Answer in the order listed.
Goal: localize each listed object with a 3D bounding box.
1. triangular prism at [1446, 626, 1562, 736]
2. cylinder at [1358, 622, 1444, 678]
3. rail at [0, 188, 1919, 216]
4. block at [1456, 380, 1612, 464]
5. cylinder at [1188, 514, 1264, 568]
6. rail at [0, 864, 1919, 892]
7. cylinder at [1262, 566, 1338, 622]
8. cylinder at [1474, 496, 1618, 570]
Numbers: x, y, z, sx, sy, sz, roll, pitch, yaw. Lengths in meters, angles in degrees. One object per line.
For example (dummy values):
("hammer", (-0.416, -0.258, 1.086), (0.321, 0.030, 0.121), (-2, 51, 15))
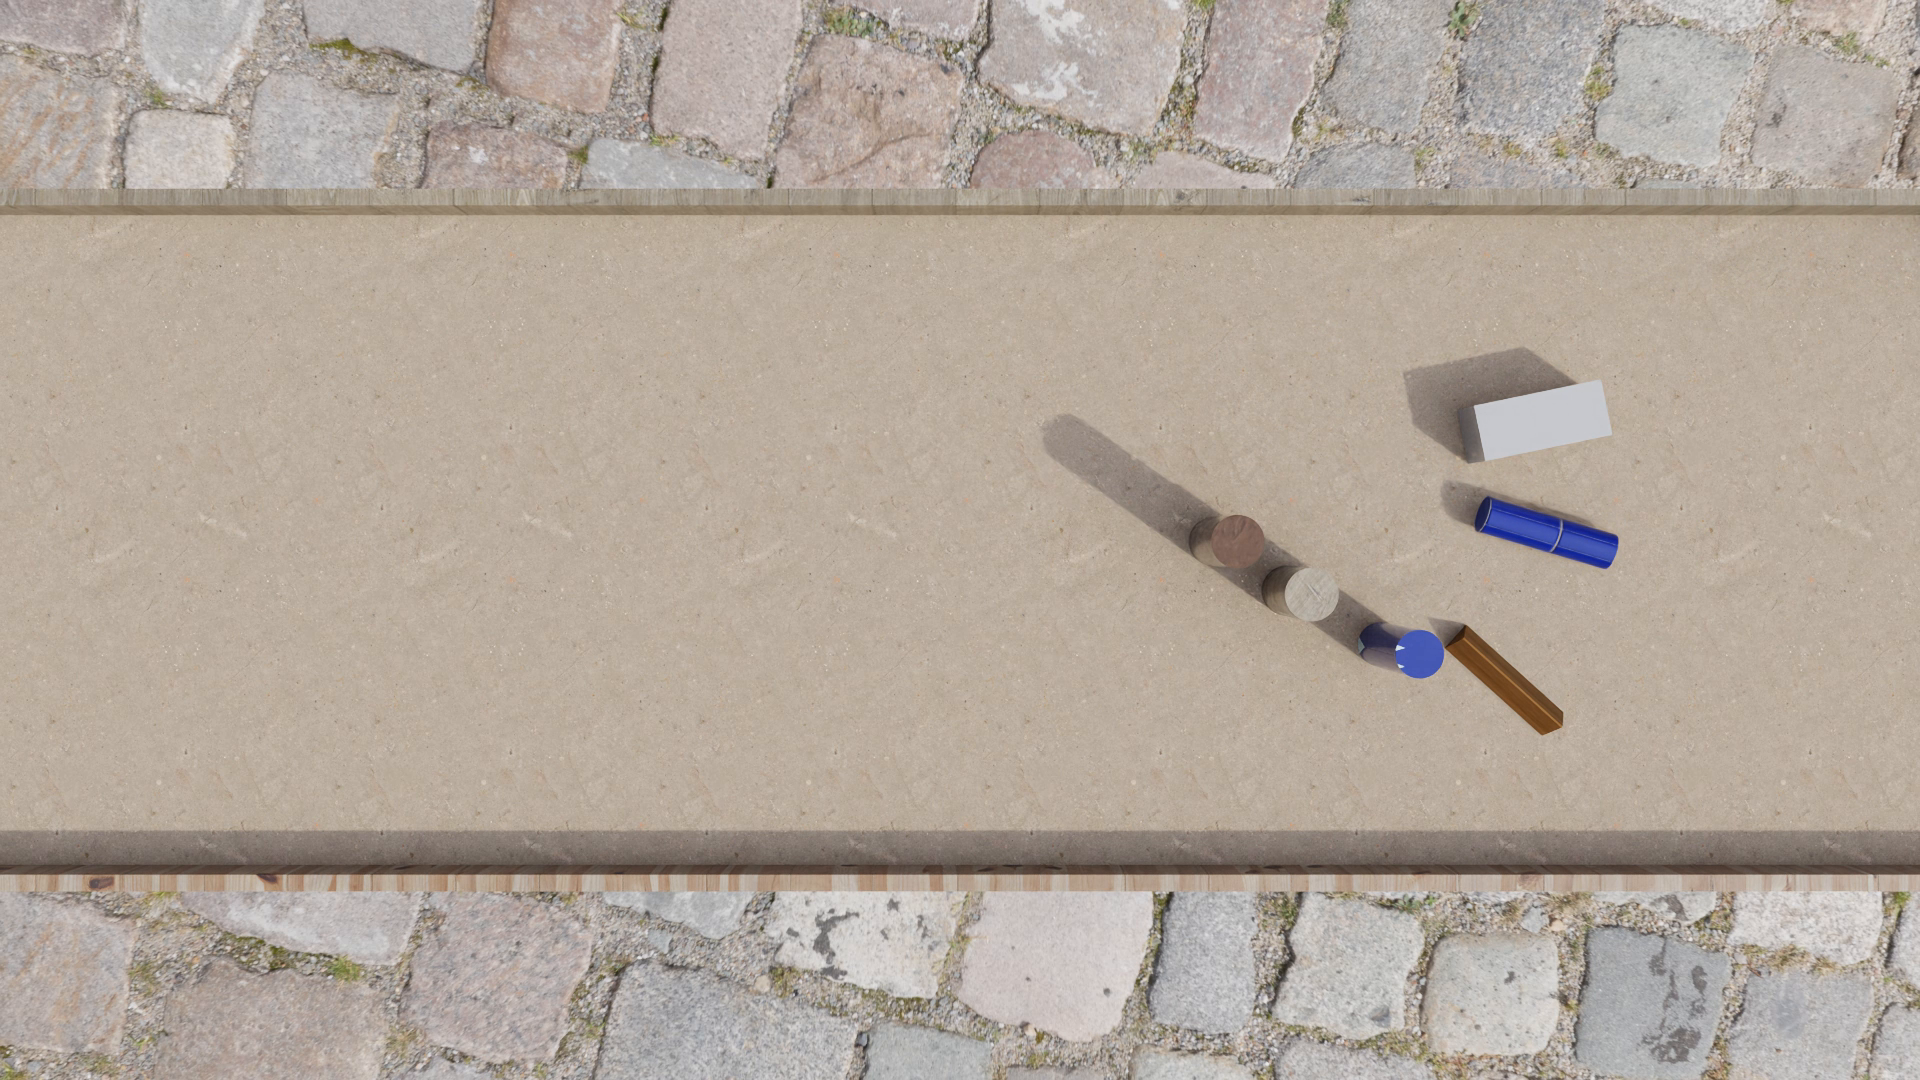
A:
("triangular prism", (1.673, 0.431, 5.033), (0.402, 0.083, 0.095), (42, 90, 0))
("cylinder", (1.293, 0.321, 4.857), (0.137, 0.438, 0.137), (0, 90, 0))
("rail", (-2.247, -1.025, 5.002), (12.000, 0.150, 0.050), (0, 90, 0))
("block", (1.735, -0.356, 4.992), (0.386, 0.168, 0.168), (-12, 90, 0))
("cylinder", (0.780, 0.005, 4.852), (0.151, 0.449, 0.151), (0, 90, 0))
("rail", (-2.247, 1.025, 5.001), (12.000, 0.150, 0.050), (0, 90, 0))
("cylinder", (1.005, 0.156, 4.895), (0.154, 0.363, 0.154), (0, 90, 0))
("cylinder", (1.784, -0.022, 5.020), (0.403, 0.112, 0.112), (17, 90, 0))
